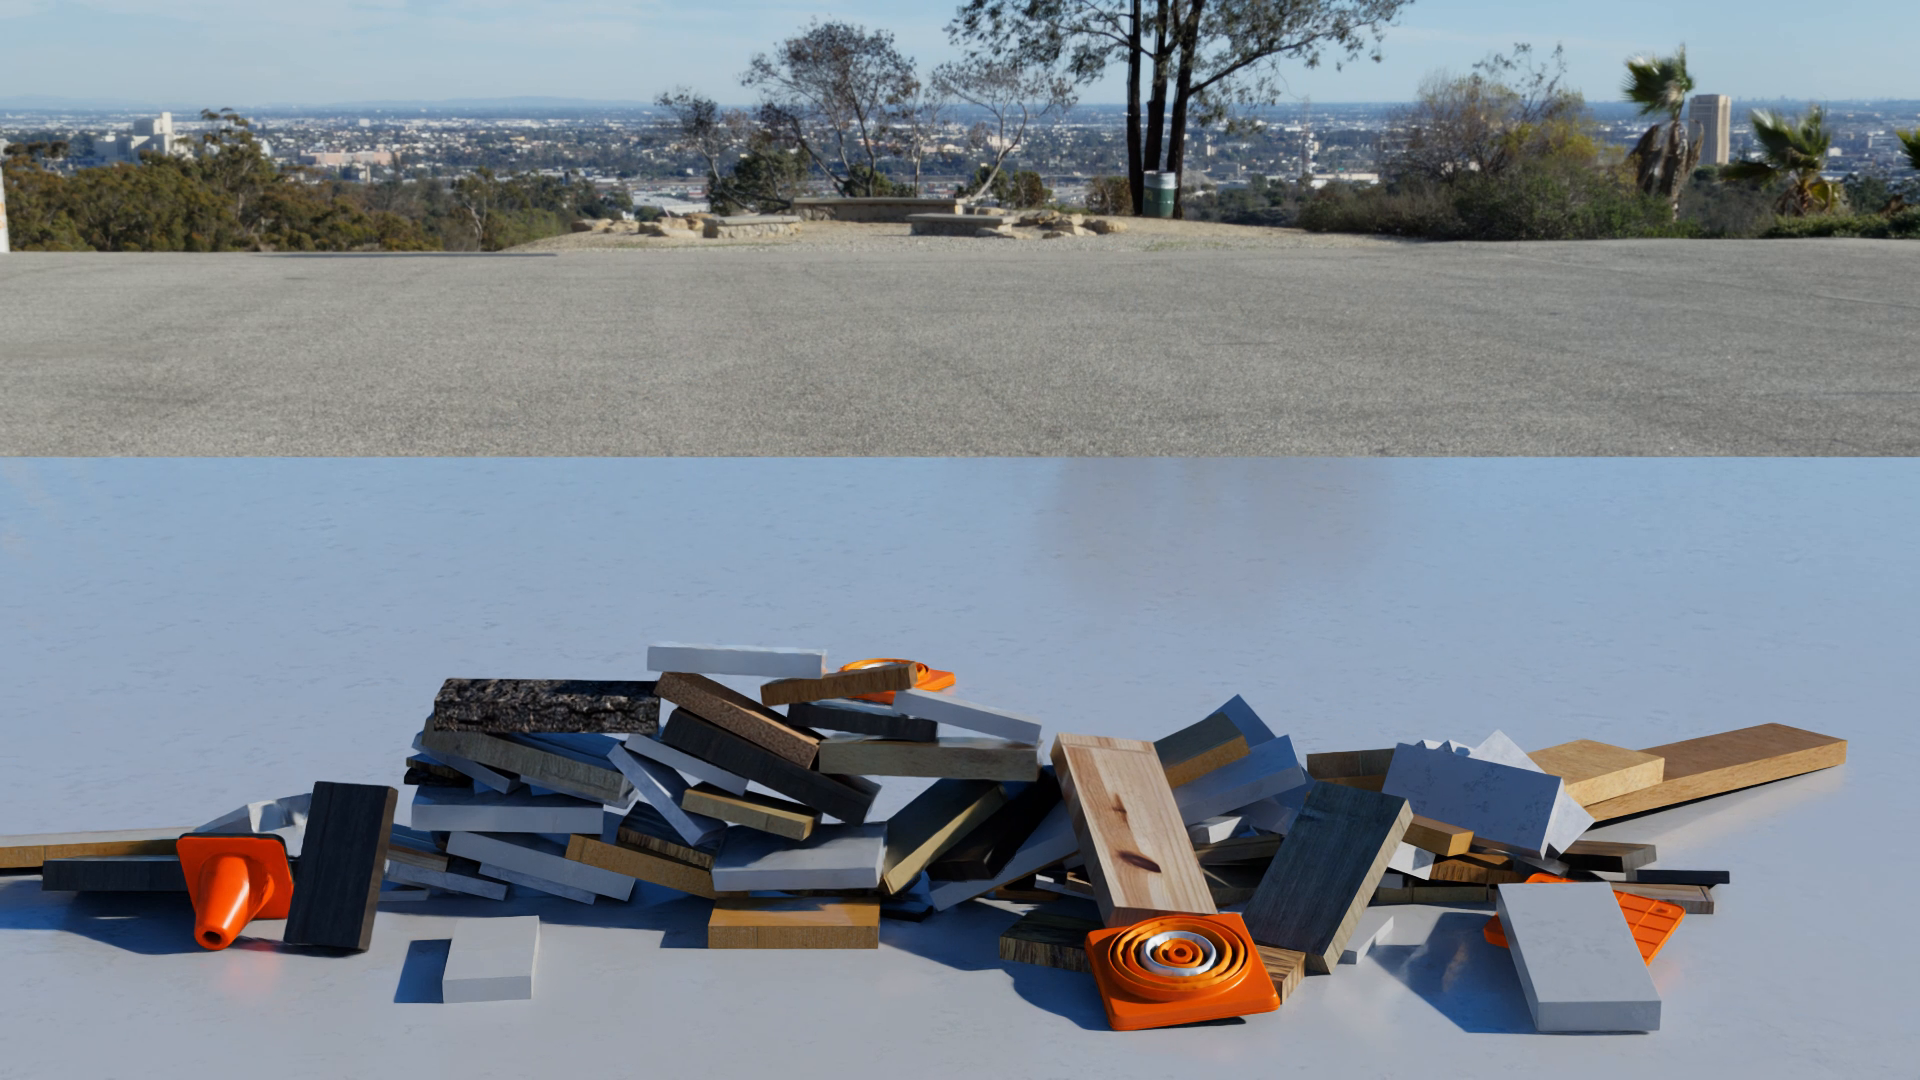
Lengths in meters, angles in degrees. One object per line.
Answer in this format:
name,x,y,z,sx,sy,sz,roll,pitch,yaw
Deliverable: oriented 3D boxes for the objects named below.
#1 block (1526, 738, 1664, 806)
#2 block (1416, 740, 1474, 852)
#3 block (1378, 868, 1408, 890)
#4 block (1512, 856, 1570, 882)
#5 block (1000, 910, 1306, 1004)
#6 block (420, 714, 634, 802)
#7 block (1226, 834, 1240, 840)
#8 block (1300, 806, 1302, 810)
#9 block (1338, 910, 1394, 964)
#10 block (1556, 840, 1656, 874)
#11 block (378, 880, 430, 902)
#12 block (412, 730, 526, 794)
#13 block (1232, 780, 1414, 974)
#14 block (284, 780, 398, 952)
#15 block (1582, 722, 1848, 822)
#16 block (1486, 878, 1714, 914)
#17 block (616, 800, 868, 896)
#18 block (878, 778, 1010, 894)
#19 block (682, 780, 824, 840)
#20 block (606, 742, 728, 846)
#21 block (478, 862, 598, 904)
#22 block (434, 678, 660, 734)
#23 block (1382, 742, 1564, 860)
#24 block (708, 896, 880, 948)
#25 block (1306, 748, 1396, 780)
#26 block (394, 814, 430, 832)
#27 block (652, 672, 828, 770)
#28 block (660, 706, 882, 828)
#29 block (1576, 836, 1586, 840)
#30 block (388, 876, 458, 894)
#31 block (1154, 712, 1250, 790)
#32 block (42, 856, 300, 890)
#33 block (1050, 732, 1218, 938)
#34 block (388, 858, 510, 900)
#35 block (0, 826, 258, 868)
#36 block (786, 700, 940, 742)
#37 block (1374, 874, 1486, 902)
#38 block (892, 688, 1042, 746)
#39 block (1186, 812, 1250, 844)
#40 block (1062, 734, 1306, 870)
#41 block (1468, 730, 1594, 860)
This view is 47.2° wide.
block,1.109,0.423,3.977,0.335,0.047,0.167,-6,13,-42
block,0.873,0.456,3.830,0.112,0.223,0.032,13,-45,-40
block,0.656,0.549,3.682,0.178,0.025,0.089,3,11,18
block,0.966,0.544,3.654,0.072,0.021,0.145,20,6,22
block,0.291,0.632,3.345,0.447,0.036,0.126,5,12,24
block,-0.698,0.343,3.643,0.339,0.048,0.170,15,10,5
block,0.344,0.515,3.788,0.252,0.036,0.126,-6,1,-6
block,0.762,0.506,3.848,0.318,0.045,0.159,5,6,-36
block,0.617,0.620,3.449,0.072,0.021,0.180,6,12,28
block,1.078,0.540,3.761,0.098,0.028,0.195,-9,2,-39
block,-0.944,0.583,3.661,0.117,0.017,0.059,-1,11,-3
block,-0.810,0.363,3.658,0.181,0.026,0.090,24,11,11
block,0.569,0.522,3.435,0.159,0.045,0.318,8,48,37
block,-0.969,0.510,3.445,0.127,0.254,0.036,2,-18,13
block,1.330,0.447,4.180,1.014,0.047,0.167,-5,12,-37
block,1.055,0.585,3.636,0.355,0.021,0.076,2,11,10
block,-0.355,0.522,3.625,0.414,0.026,0.090,17,24,6
block,-0.058,0.475,3.615,0.264,0.037,0.132,-36,25,-27
block,-0.333,0.434,3.542,0.206,0.029,0.103,13,7,11
block,-0.474,0.408,3.573,0.206,0.029,0.103,44,12,13
block,-0.693,0.552,3.655,0.194,0.027,0.097,16,10,-3
block,-0.666,0.270,3.577,0.351,0.050,0.175,1,8,-7
block,0.858,0.438,3.706,0.284,0.136,0.039,11,-25,28
block,-0.260,0.606,3.482,0.264,0.037,0.132,0,11,0
block,0.780,0.425,4.069,0.170,0.048,0.339,-7,-12,28
block,-0.858,0.523,3.922,0.392,0.040,0.140,-1,11,-7
block,-0.355,0.290,3.611,0.281,0.040,0.140,26,3,6
block,-0.305,0.365,3.602,0.351,0.050,0.175,24,2,3
block,1.023,0.536,3.904,0.151,0.021,0.076,-3,11,-14
block,-0.892,0.563,3.672,0.117,0.017,0.059,13,10,-10
block,0.357,0.380,3.750,0.254,0.036,0.127,-24,17,-3
block,-1.268,0.550,3.634,0.426,0.048,0.170,0,-5,0
block,0.272,0.464,3.506,0.170,0.048,0.415,7,32,-16
block,-0.848,0.552,3.670,0.193,0.027,0.097,14,10,-6
block,-1.721,0.540,3.790,0.975,0.036,0.127,-2,3,-9
block,-0.158,0.298,3.643,0.244,0.035,0.122,7,1,2
block,0.779,0.577,3.672,0.178,0.025,0.089,0,11,-1
block,0.011,0.289,3.638,0.244,0.035,0.122,14,1,0
block,0.310,0.483,3.788,0.098,0.028,0.417,-10,5,-40
block,0.366,0.438,3.684,0.422,0.036,0.127,-21,17,7
block,0.971,0.438,3.778,0.112,0.032,0.223,-32,69,-36
